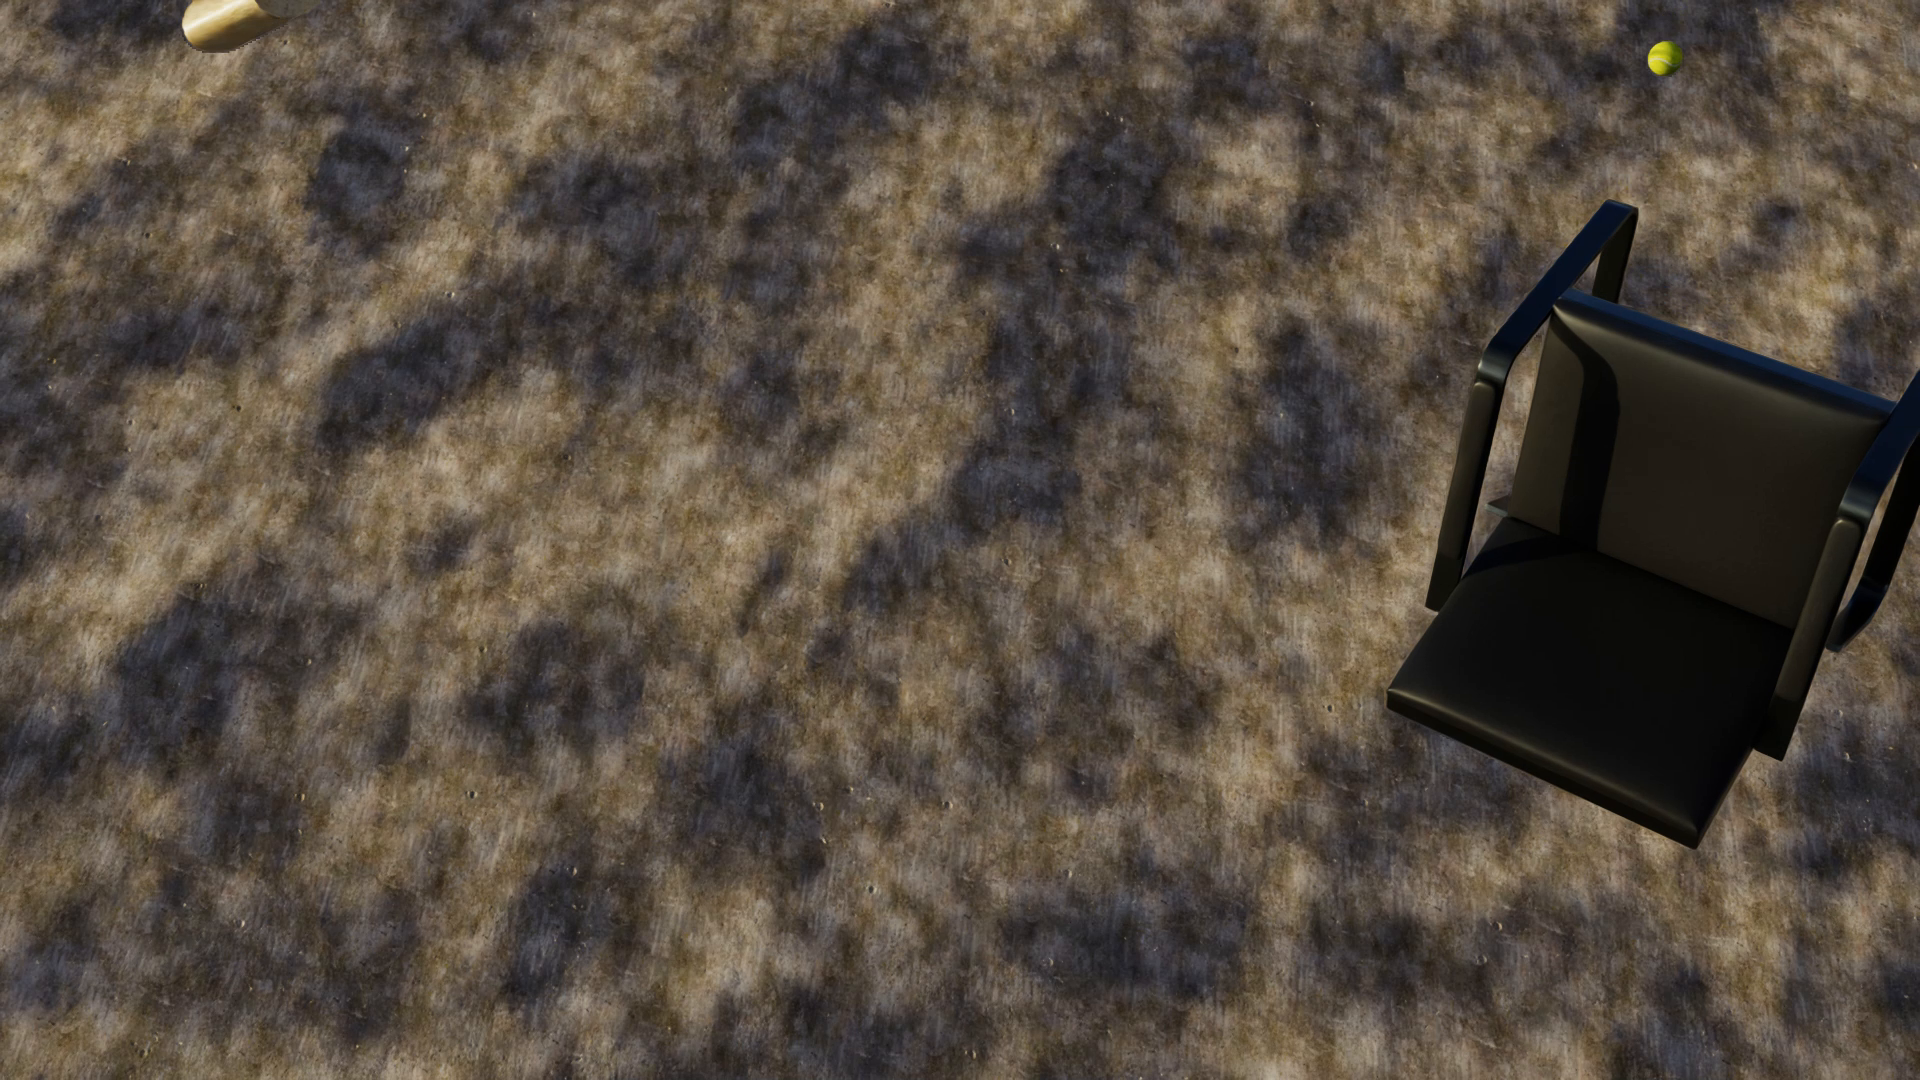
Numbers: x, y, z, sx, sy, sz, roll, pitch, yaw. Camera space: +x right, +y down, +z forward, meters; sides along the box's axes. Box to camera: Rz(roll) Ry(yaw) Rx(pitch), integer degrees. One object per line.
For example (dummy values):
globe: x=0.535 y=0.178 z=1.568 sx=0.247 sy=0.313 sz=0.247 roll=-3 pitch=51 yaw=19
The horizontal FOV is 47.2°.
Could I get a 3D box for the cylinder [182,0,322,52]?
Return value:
cylinder: x=-1.240 y=-0.949 z=3.877 sx=0.193 sy=0.107 sz=0.194 roll=-13 pitch=24 yaw=34
